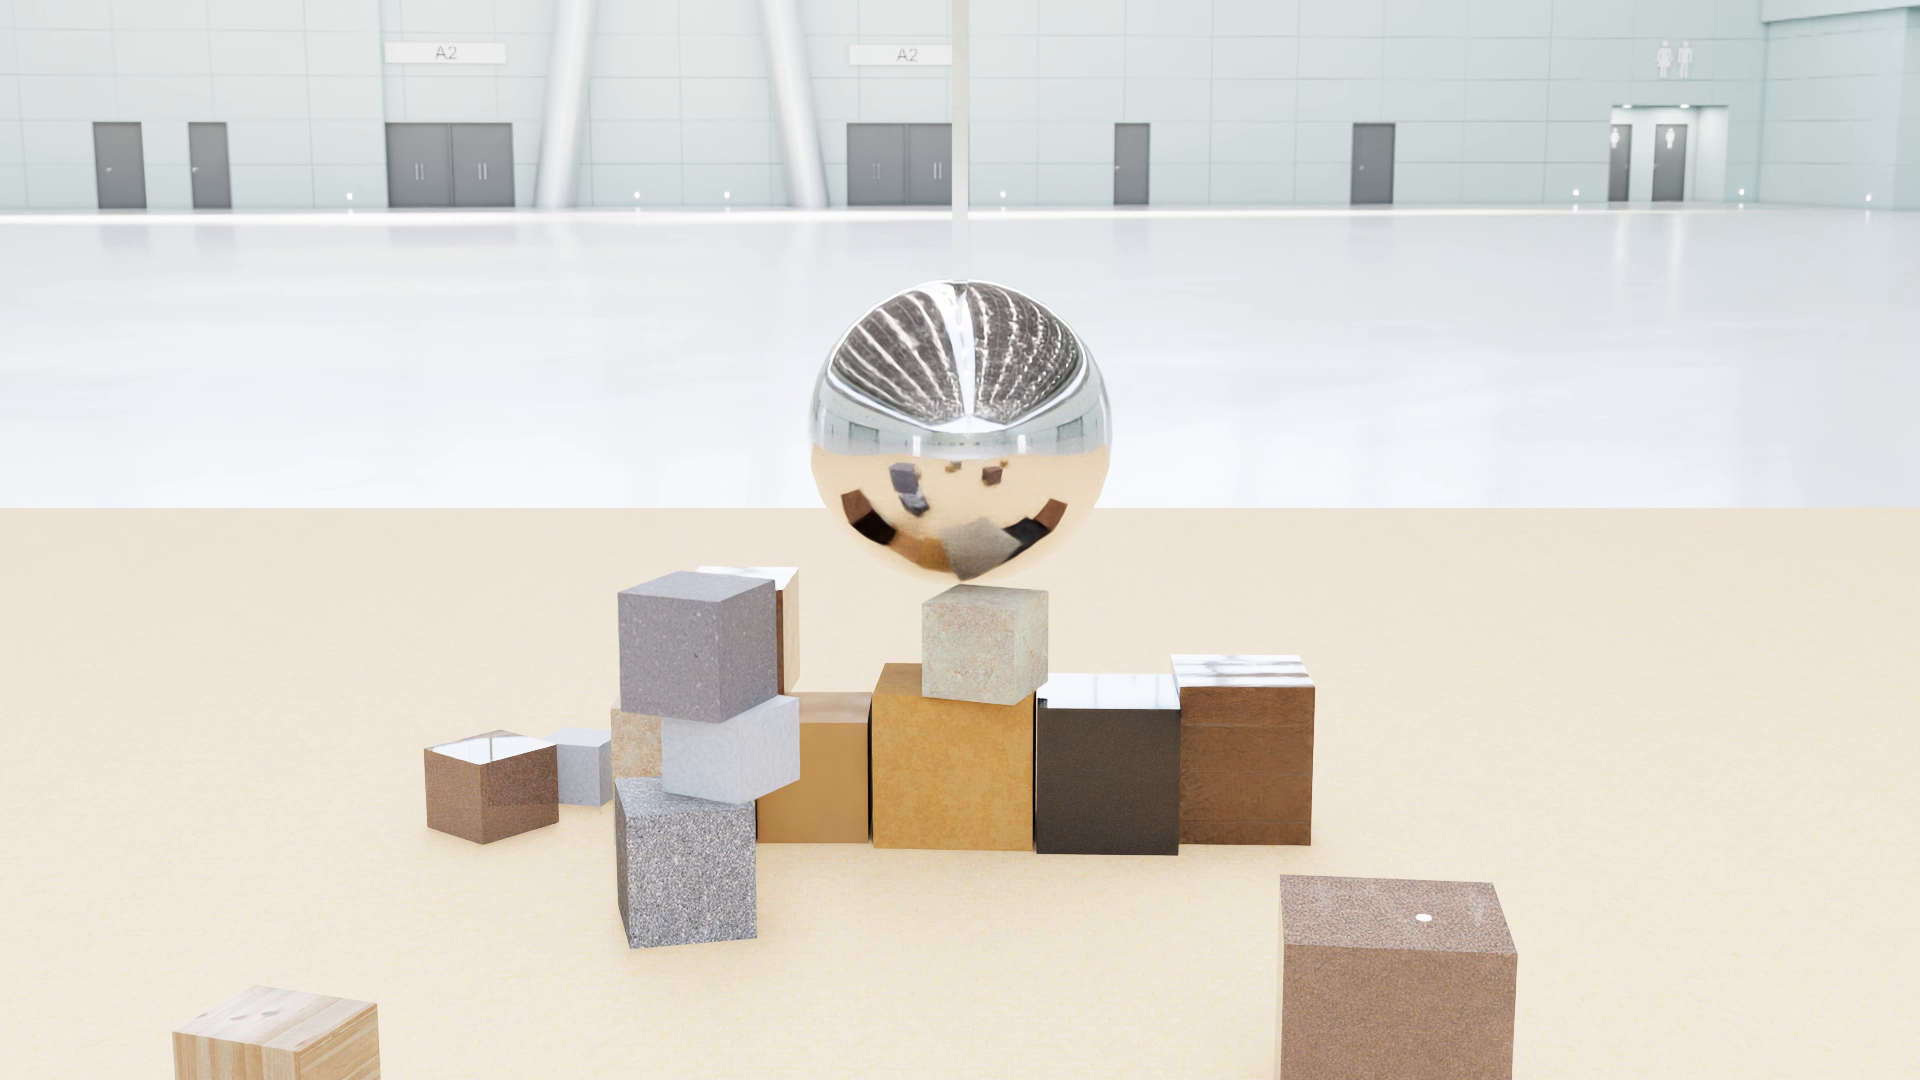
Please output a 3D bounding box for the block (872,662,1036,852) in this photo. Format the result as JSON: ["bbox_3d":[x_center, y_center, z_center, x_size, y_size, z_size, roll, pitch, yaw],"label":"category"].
[{"bbox_3d":[-0.016,1.101,11.284,0.796,0.795,0.680,1,10,3],"label":"block"}]

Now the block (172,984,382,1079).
[{"bbox_3d":[-2.427,1.908,7.843,0.528,0.439,0.458,4,11,19],"label":"block"}]

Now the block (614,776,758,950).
[{"bbox_3d":[-1.249,1.438,9.965,0.563,0.605,0.597,-3,11,-14],"label":"block"}]

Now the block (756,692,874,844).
[{"bbox_3d":[-0.744,1.169,11.376,0.560,0.629,0.625,0,10,0],"label":"block"}]

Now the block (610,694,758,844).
[{"bbox_3d":[-1.389,1.122,11.404,0.713,0.711,0.750,0,10,0],"label":"block"}]

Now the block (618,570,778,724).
[{"bbox_3d":[-1.176,0.472,9.903,0.507,0.545,0.531,5,12,23],"label":"block"}]

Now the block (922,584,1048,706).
[{"bbox_3d":[0.130,0.514,10.974,0.482,0.472,0.514,4,11,21],"label":"block"}]

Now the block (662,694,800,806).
[{"bbox_3d":[-1.039,0.929,9.993,0.428,0.385,0.469,6,12,29],"label":"block"}]

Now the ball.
[{"bbox_3d":[0.000,-0.558,11.440,1.600,1.600,1.600,0,10,0],"label":"ball"}]

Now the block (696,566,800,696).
[{"bbox_3d":[-1.123,0.480,11.310,0.518,0.586,0.578,1,10,4],"label":"block"}]

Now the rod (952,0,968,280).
[{"bbox_3d":[0.000,-3.861,10.635,0.080,5.200,0.080,0,14,0],"label":"rod"}]

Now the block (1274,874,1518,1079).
[{"bbox_3d":[1.547,1.716,7.935,0.785,0.784,0.738,1,10,7],"label":"block"}]

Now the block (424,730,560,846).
[{"bbox_3d":[-2.425,1.273,11.390,0.461,0.421,0.494,9,13,39],"label":"block"}]

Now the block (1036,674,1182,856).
[{"bbox_3d":[0.745,1.134,11.228,0.706,0.752,0.715,0,10,2],"label":"block"}]

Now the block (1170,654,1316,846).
[{"bbox_3d":[1.442,1.074,11.364,0.674,0.821,0.691,0,10,2],"label":"block"}]

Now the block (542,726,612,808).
[{"bbox_3d":[-2.046,1.225,11.901,0.354,0.332,0.325,3,11,15],"label":"block"}]
